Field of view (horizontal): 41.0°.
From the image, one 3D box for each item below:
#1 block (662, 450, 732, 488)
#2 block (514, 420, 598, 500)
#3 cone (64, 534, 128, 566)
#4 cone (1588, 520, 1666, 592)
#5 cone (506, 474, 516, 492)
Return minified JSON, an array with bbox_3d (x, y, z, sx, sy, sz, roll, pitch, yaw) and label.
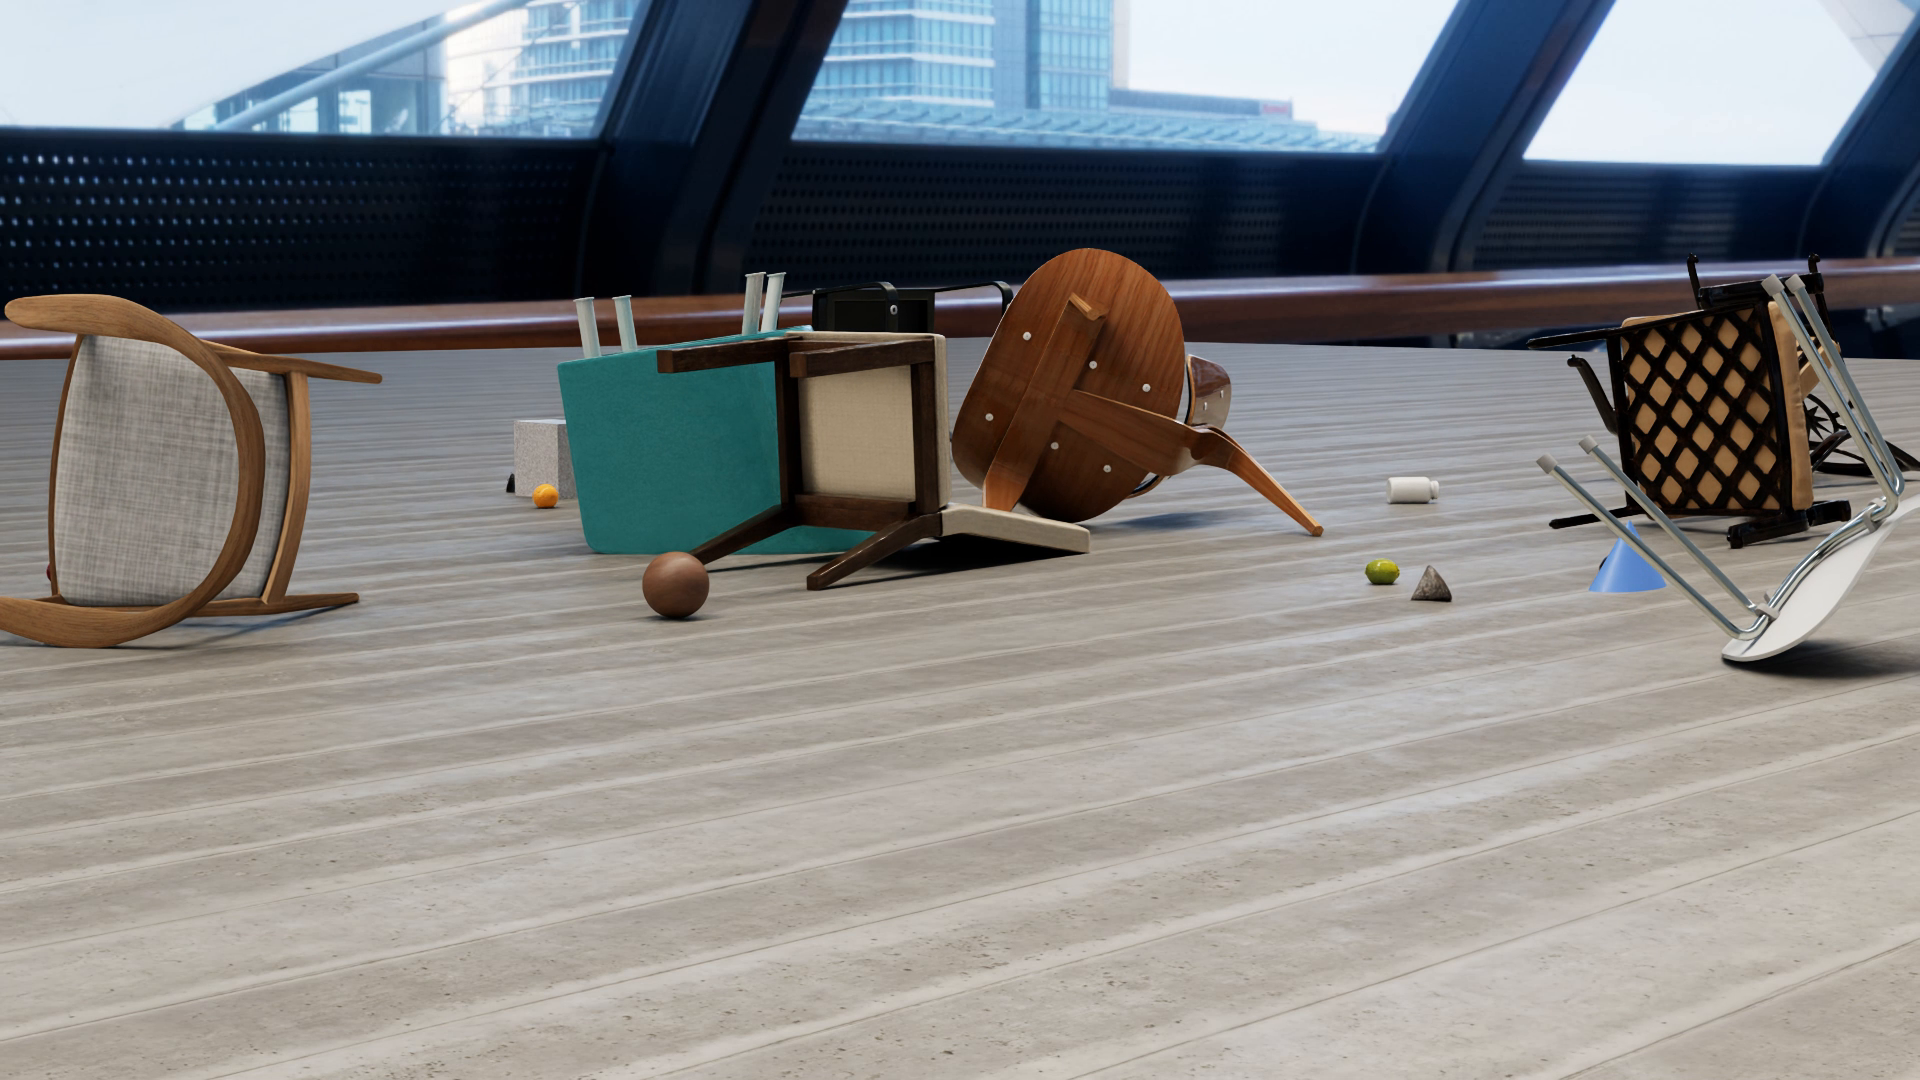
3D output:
[{"bbox_3d":[-0.824,-0.225,8.044,0.218,0.113,0.100,0,6,-2],"label":"block"},{"bbox_3d":[-1.211,-0.243,7.686,0.141,0.223,0.226,-6,8,-43],"label":"block"},{"bbox_3d":[-1.960,0.040,5.852,0.140,0.075,0.082,16,5,5],"label":"cone"},{"bbox_3d":[1.415,0.028,5.430,0.237,0.145,0.119,-6,8,-43],"label":"cone"},{"bbox_3d":[-1.334,-0.163,7.854,0.097,0.061,0.087,17,2,-6],"label":"cone"}]
